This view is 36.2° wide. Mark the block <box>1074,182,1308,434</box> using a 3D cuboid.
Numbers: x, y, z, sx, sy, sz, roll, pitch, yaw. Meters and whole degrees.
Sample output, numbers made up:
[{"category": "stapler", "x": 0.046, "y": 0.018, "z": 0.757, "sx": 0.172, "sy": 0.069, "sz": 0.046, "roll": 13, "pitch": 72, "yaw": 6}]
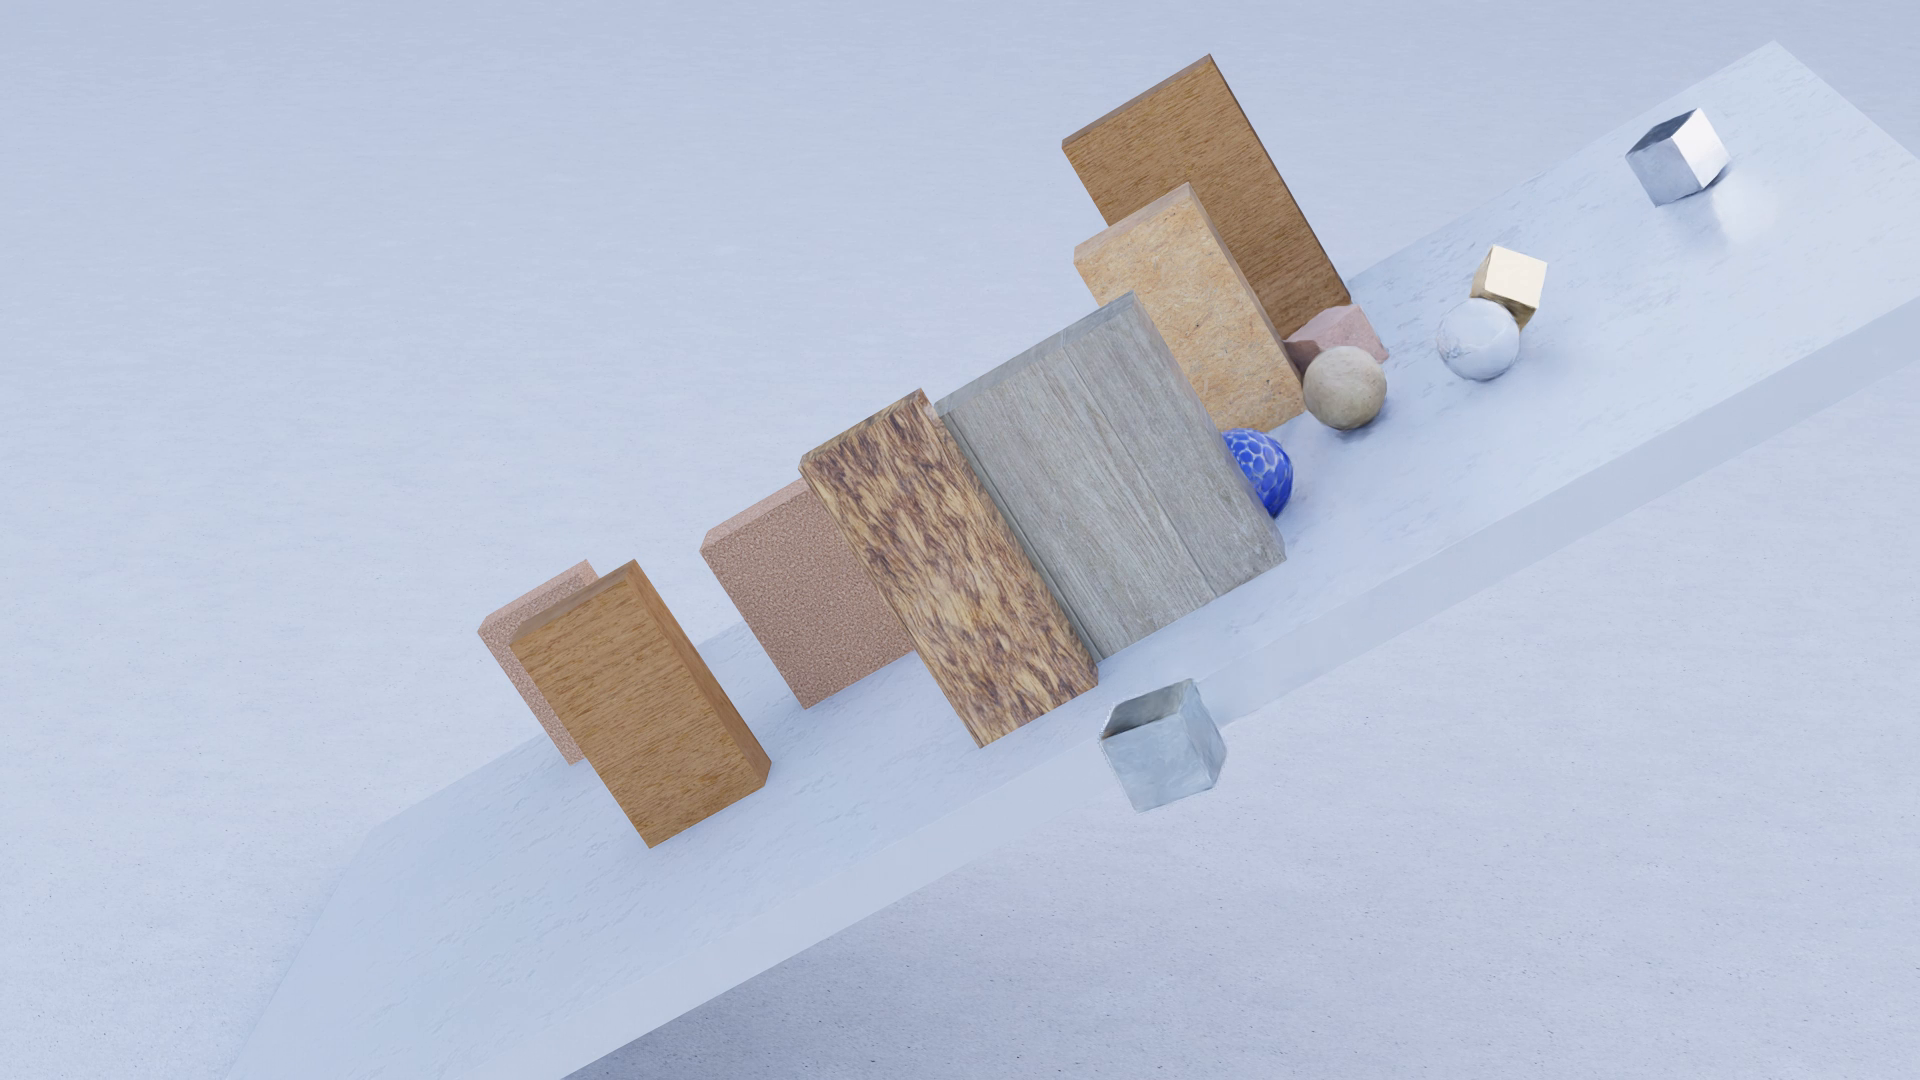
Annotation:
[{"category": "block", "x": 0.502, "y": -0.459, "z": 6.320, "sx": 0.283, "sy": 0.532, "sz": 0.147, "roll": -29, "pitch": 15, "yaw": 13}]

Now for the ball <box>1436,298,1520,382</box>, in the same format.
[{"category": "ball", "x": 1.017, "y": -0.394, "z": 5.779, "sx": 0.163, "sy": 0.163, "sz": 0.163, "roll": 0, "pitch": 19, "yaw": 0}]

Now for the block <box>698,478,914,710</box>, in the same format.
[{"category": "block", "x": -0.300, "y": 0.094, "z": 6.395, "sx": 0.344, "sy": 0.426, "sz": 0.134, "roll": -29, "pitch": 15, "yaw": 13}]

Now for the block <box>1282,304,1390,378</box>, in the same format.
[{"category": "block", "x": 0.807, "y": -0.408, "z": 6.316, "sx": 0.134, "sy": 0.134, "sz": 0.134, "roll": -38, "pitch": 16, "yaw": -19}]

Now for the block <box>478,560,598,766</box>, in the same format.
[{"category": "block", "x": -0.918, "y": 0.295, "z": 7.070, "sx": 0.294, "sy": 0.401, "sz": 0.106, "roll": -29, "pitch": 15, "yaw": 13}]

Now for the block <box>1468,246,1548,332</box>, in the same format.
[{"category": "block", "x": 1.086, "y": -0.495, "z": 5.851, "sx": 0.113, "sy": 0.113, "sz": 0.113, "roll": 18, "pitch": 61, "yaw": -2}]

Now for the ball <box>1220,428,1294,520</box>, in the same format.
[{"category": "ball", "x": 0.553, "y": -0.119, "z": 5.771, "sx": 0.202, "sy": 0.202, "sz": 0.202, "roll": 0, "pitch": 19, "yaw": 0}]

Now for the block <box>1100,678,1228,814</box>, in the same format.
[{"category": "block", "x": 0.349, "y": 0.351, "z": 5.016, "sx": 0.147, "sy": 0.147, "sz": 0.147, "roll": -22, "pitch": 15, "yaw": 21}]

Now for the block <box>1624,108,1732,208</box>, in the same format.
[{"category": "block", "x": 1.499, "y": -0.799, "z": 6.143, "sx": 0.129, "sy": 0.129, "sz": 0.129, "roll": -43, "pitch": 14, "yaw": -36}]

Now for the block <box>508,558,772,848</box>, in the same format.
[{"category": "block", "x": -0.663, "y": 0.343, "z": 6.134, "sx": 0.288, "sy": 0.530, "sz": 0.127, "roll": -29, "pitch": 15, "yaw": 13}]

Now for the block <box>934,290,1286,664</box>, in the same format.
[{"category": "block", "x": 0.283, "y": -0.112, "z": 5.571, "sx": 0.438, "sy": 0.572, "sz": 0.132, "roll": -29, "pitch": 15, "yaw": 13}]

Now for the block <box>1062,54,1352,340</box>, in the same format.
[{"category": "block", "x": 0.574, "y": -0.740, "z": 6.829, "sx": 0.394, "sy": 0.658, "sz": 0.093, "roll": -29, "pitch": 15, "yaw": 13}]

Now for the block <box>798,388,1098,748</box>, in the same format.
[{"category": "block", "x": -0.017, "y": 0.057, "z": 5.498, "sx": 0.260, "sy": 0.646, "sz": 0.082, "roll": -29, "pitch": 15, "yaw": 13}]

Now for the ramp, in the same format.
[{"category": "ramp", "x": 0.141, "y": 0.169, "z": 6.288, "sx": 4.000, "sy": 0.100, "sz": 2.000, "roll": -29, "pitch": 15, "yaw": 13}]

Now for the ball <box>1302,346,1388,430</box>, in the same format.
[{"category": "ball", "x": 0.781, "y": -0.309, "z": 5.977, "sx": 0.171, "sy": 0.171, "sz": 0.171, "roll": 0, "pitch": 19, "yaw": 0}]
